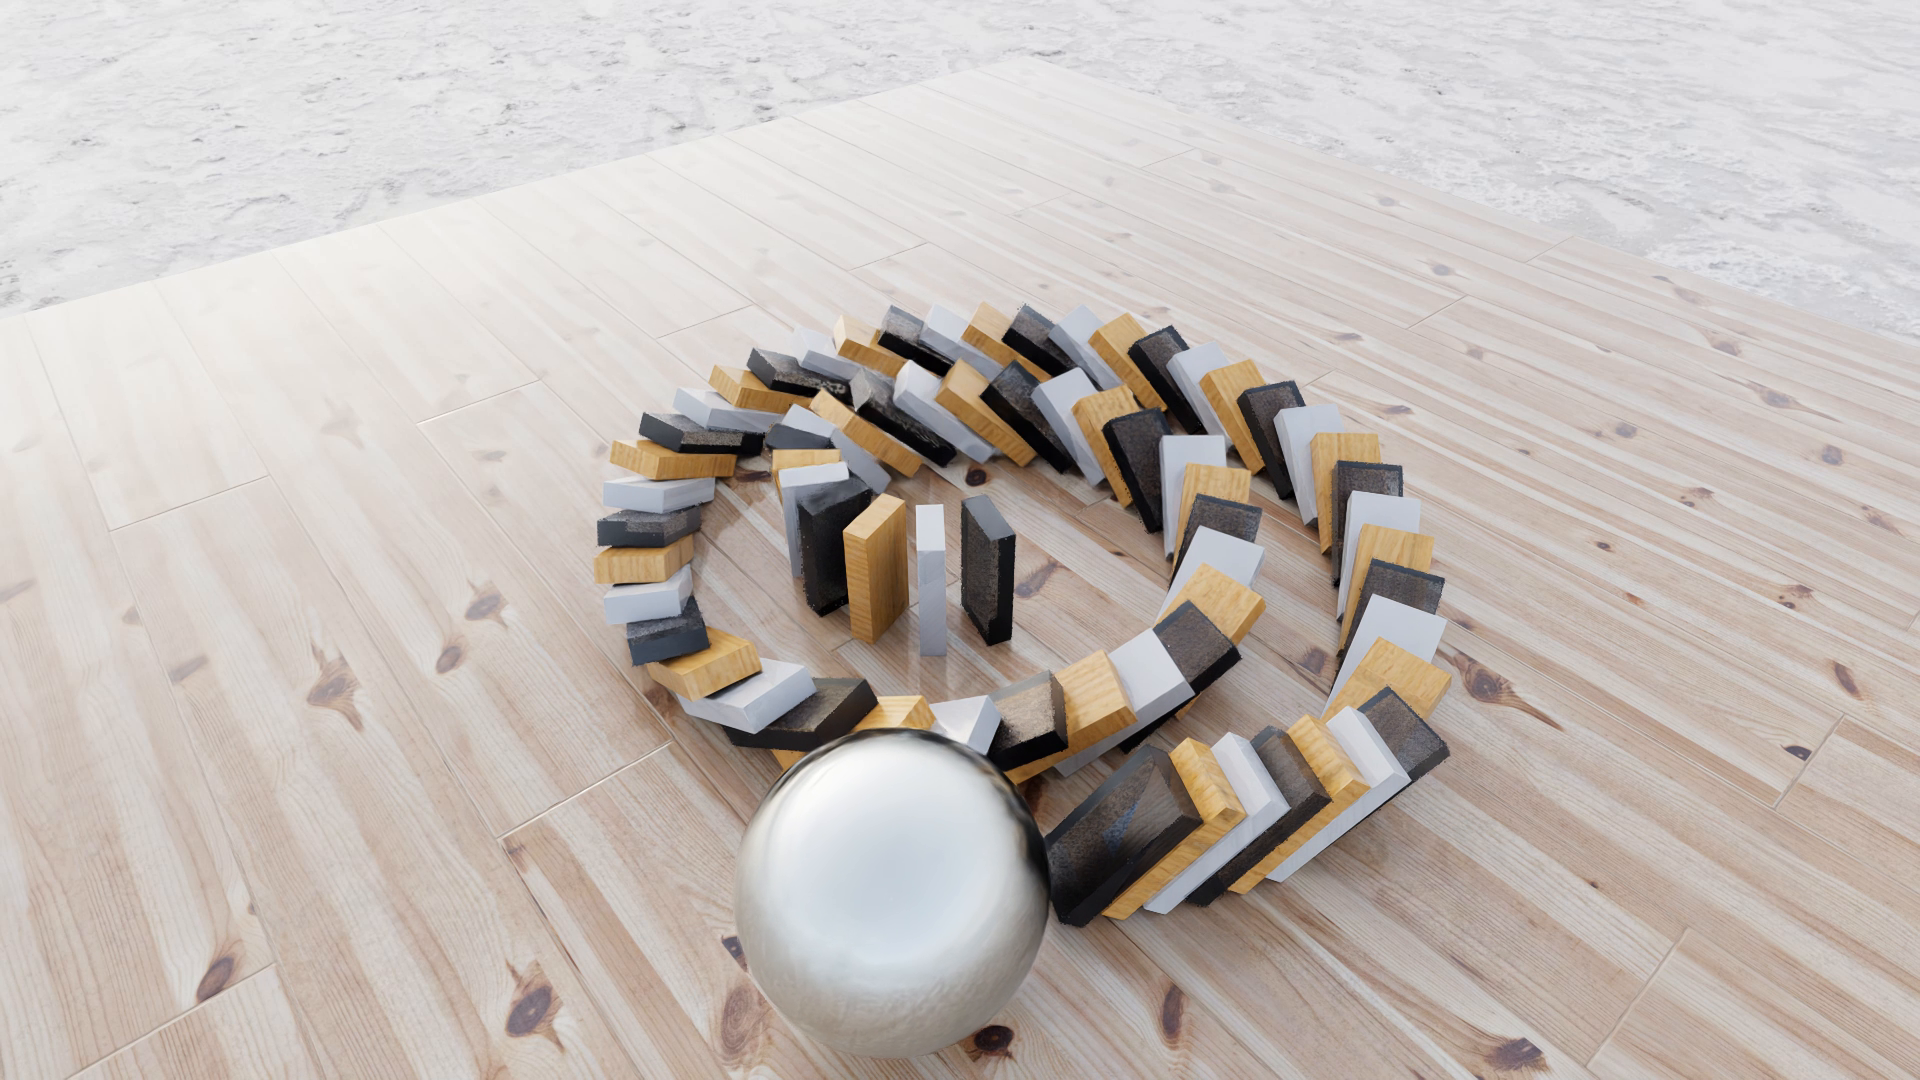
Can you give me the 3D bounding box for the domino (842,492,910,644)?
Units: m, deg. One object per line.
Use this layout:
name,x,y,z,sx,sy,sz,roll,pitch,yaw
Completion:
domino,-0.030,0.011,0.398,0.009,0.050,0.025,20,43,23

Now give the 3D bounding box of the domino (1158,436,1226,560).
domino,0.095,-0.017,0.445,0.025,0.009,0.050,0,71,0

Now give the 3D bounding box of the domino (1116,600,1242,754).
domino,0.066,0.046,0.369,0.050,0.009,0.025,-40,47,1

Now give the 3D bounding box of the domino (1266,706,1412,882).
domino,0.104,0.075,0.324,0.010,0.050,0.025,27,27,-35

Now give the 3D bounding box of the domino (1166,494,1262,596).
domino,0.095,0.009,0.413,0.025,0.010,0.050,14,72,17

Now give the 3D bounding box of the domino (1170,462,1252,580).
domino,0.098,-0.004,0.429,0.025,0.010,0.050,8,71,9

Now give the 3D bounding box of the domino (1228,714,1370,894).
domino,0.092,0.077,0.321,0.009,0.050,0.025,27,25,-35

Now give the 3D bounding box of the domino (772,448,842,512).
domino,-0.057,-0.017,0.432,0.025,0.050,0.009,0,58,0

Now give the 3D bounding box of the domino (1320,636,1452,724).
domino,0.132,0.058,0.353,0.025,0.010,0.050,32,79,33

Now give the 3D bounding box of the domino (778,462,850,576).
domino,-0.054,-0.007,0.420,0.025,0.050,0.009,-7,49,-9

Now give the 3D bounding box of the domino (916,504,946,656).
domino,-0.010,0.015,0.393,0.009,0.050,0.025,-2,39,-2

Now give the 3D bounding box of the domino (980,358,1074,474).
domino,0.035,-0.055,0.490,0.050,0.010,0.025,43,47,-3

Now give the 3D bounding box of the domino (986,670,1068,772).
domino,0.009,0.062,0.349,0.050,0.010,0.025,-25,35,19

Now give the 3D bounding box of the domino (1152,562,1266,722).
domino,0.080,0.035,0.381,0.025,0.010,0.050,34,82,35

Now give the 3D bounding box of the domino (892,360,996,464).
domino,-0.006,-0.057,0.490,0.050,0.009,0.025,33,34,-22

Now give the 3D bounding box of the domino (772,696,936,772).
domino,-0.034,0.062,0.349,0.050,0.010,0.025,-9,29,41

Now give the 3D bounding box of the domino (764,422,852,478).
domino,-0.058,-0.028,0.446,0.025,0.050,0.010,17,70,20

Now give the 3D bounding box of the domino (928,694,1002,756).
domino,-0.014,0.064,0.346,0.050,0.009,0.025,-15,30,33

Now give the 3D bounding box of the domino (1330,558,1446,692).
domino,0.149,0.034,0.384,0.025,0.009,0.050,17,71,20

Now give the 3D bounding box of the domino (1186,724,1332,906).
domino,0.080,0.080,0.318,0.010,0.050,0.025,27,25,-35

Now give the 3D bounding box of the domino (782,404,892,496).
domino,-0.051,-0.037,0.460,0.025,0.050,0.009,30,83,31

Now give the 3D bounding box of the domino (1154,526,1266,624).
domino,0.089,0.022,0.398,0.025,0.010,0.050,21,75,24

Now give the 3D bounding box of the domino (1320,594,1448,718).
domino,0.142,0.046,0.369,0.025,0.010,0.050,21,73,24

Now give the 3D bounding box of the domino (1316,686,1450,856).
domino,0.121,0.070,0.338,0.050,0.009,0.025,-38,47,4

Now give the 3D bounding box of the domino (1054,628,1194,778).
domino,0.049,0.053,0.360,0.050,0.010,0.025,-34,42,7

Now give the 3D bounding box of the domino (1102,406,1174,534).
domino,0.081,-0.030,0.460,0.025,0.009,0.050,-16,73,-19

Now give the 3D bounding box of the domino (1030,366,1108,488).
domino,0.056,-0.050,0.485,0.025,0.010,0.050,-28,79,-30

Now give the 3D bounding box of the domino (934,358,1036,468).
domino,0.014,-0.057,0.491,0.050,0.010,0.025,36,40,-13

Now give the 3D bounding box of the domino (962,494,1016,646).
domino,0.010,0.011,0.398,0.009,0.050,0.025,-15,42,-18

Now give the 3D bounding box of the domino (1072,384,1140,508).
domino,0.071,-0.041,0.473,0.025,0.009,0.050,-20,75,-23

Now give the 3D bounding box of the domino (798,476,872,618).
domino,-0.045,0.003,0.408,0.025,0.050,0.010,-28,49,-29

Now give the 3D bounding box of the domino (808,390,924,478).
domino,-0.040,-0.045,0.472,0.025,0.050,0.009,40,95,38

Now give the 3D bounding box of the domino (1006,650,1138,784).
domino,0.030,0.058,0.354,0.050,0.009,0.025,-30,39,11

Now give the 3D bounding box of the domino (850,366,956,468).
domino,-0.025,-0.054,0.485,0.050,0.010,0.025,31,26,-32
